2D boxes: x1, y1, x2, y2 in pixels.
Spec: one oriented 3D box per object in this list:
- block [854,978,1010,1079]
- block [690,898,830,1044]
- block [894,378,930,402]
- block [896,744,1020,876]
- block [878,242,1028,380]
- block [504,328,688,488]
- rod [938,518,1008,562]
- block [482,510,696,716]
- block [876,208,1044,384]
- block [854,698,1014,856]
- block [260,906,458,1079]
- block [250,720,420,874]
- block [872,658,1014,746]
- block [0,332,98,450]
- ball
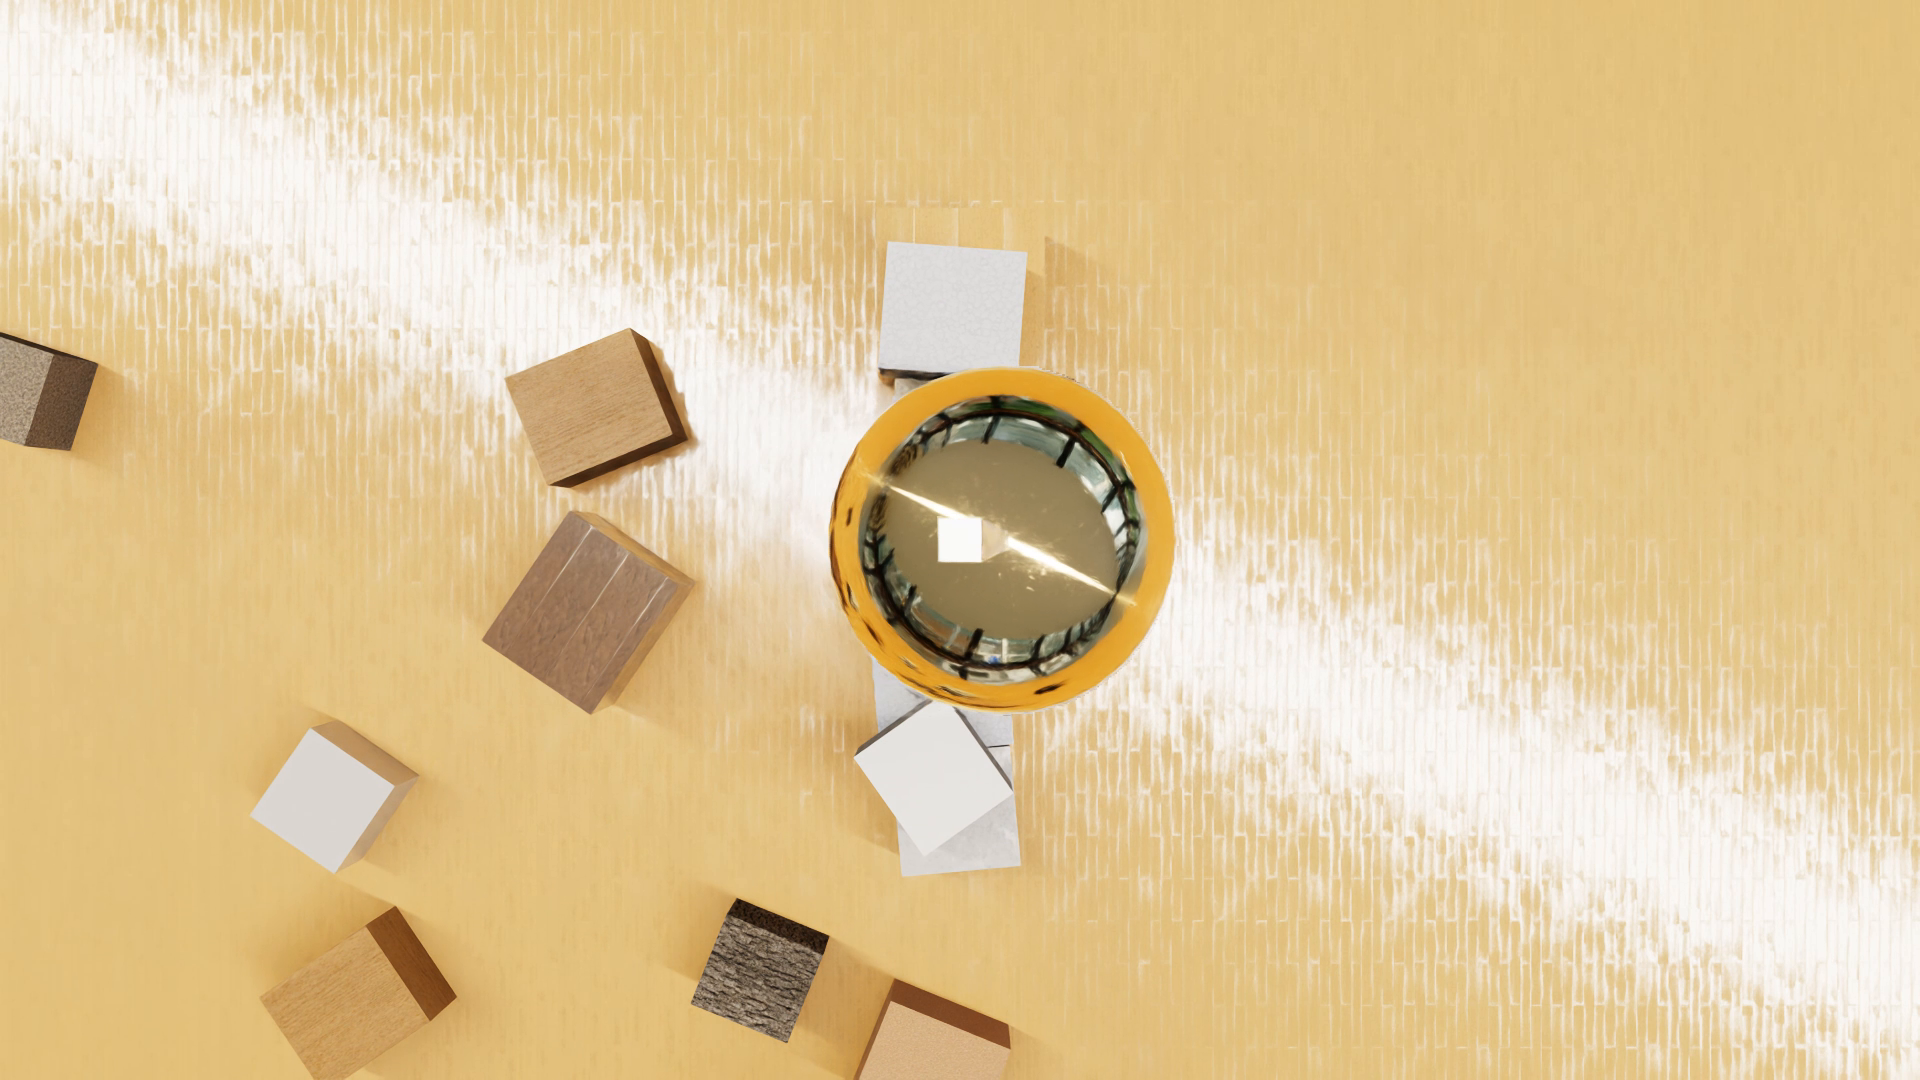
[{"bbox_3d":[-0.176,3.034,12.675,0.729,0.650,0.665,22,90,0],"label":"block"},{"bbox_3d":[-1.148,2.482,12.717,0.594,0.566,0.549,22,90,0],"label":"block"},{"bbox_3d":[0.021,-0.454,12.002,0.777,0.696,0.659,2,78,0],"label":"block"},{"bbox_3d":[-0.023,1.516,12.640,0.668,0.720,0.671,-5,90,0],"label":"block"},{"bbox_3d":[-0.038,-1.194,11.732,0.726,0.639,0.658,4,90,0],"label":"block"},{"bbox_3d":[-2.079,-0.748,12.648,0.758,0.705,0.646,-22,90,0],"label":"block"},{"bbox_3d":[0.082,0.000,6.705,0.080,5.200,0.080,0,90,2],"label":"rod"},{"bbox_3d":[-2.104,0.404,12.589,0.735,0.822,0.870,34,90,0],"label":"block"},{"bbox_3d":[0.003,-1.369,12.526,0.920,0.949,0.903,0,90,0],"label":"block"},{"bbox_3d":[-0.141,1.252,11.989,0.584,0.582,0.648,-35,90,0],"label":"block"},{"bbox_3d":[-3.453,2.633,12.666,0.722,0.669,0.652,-34,90,0],"label":"block"},{"bbox_3d":[-3.604,1.474,12.712,0.582,0.576,0.602,35,90,0],"label":"block"},{"bbox_3d":[-0.103,0.830,12.652,0.750,0.695,0.695,-5,90,0],"label":"block"},{"bbox_3d":[-5.461,-0.878,12.676,0.602,0.647,0.544,18,90,0],"label":"block"},{"bbox_3d":[0.190,0.000,10.103,1.600,1.600,1.600,0,90,0],"label":"ball"}]
